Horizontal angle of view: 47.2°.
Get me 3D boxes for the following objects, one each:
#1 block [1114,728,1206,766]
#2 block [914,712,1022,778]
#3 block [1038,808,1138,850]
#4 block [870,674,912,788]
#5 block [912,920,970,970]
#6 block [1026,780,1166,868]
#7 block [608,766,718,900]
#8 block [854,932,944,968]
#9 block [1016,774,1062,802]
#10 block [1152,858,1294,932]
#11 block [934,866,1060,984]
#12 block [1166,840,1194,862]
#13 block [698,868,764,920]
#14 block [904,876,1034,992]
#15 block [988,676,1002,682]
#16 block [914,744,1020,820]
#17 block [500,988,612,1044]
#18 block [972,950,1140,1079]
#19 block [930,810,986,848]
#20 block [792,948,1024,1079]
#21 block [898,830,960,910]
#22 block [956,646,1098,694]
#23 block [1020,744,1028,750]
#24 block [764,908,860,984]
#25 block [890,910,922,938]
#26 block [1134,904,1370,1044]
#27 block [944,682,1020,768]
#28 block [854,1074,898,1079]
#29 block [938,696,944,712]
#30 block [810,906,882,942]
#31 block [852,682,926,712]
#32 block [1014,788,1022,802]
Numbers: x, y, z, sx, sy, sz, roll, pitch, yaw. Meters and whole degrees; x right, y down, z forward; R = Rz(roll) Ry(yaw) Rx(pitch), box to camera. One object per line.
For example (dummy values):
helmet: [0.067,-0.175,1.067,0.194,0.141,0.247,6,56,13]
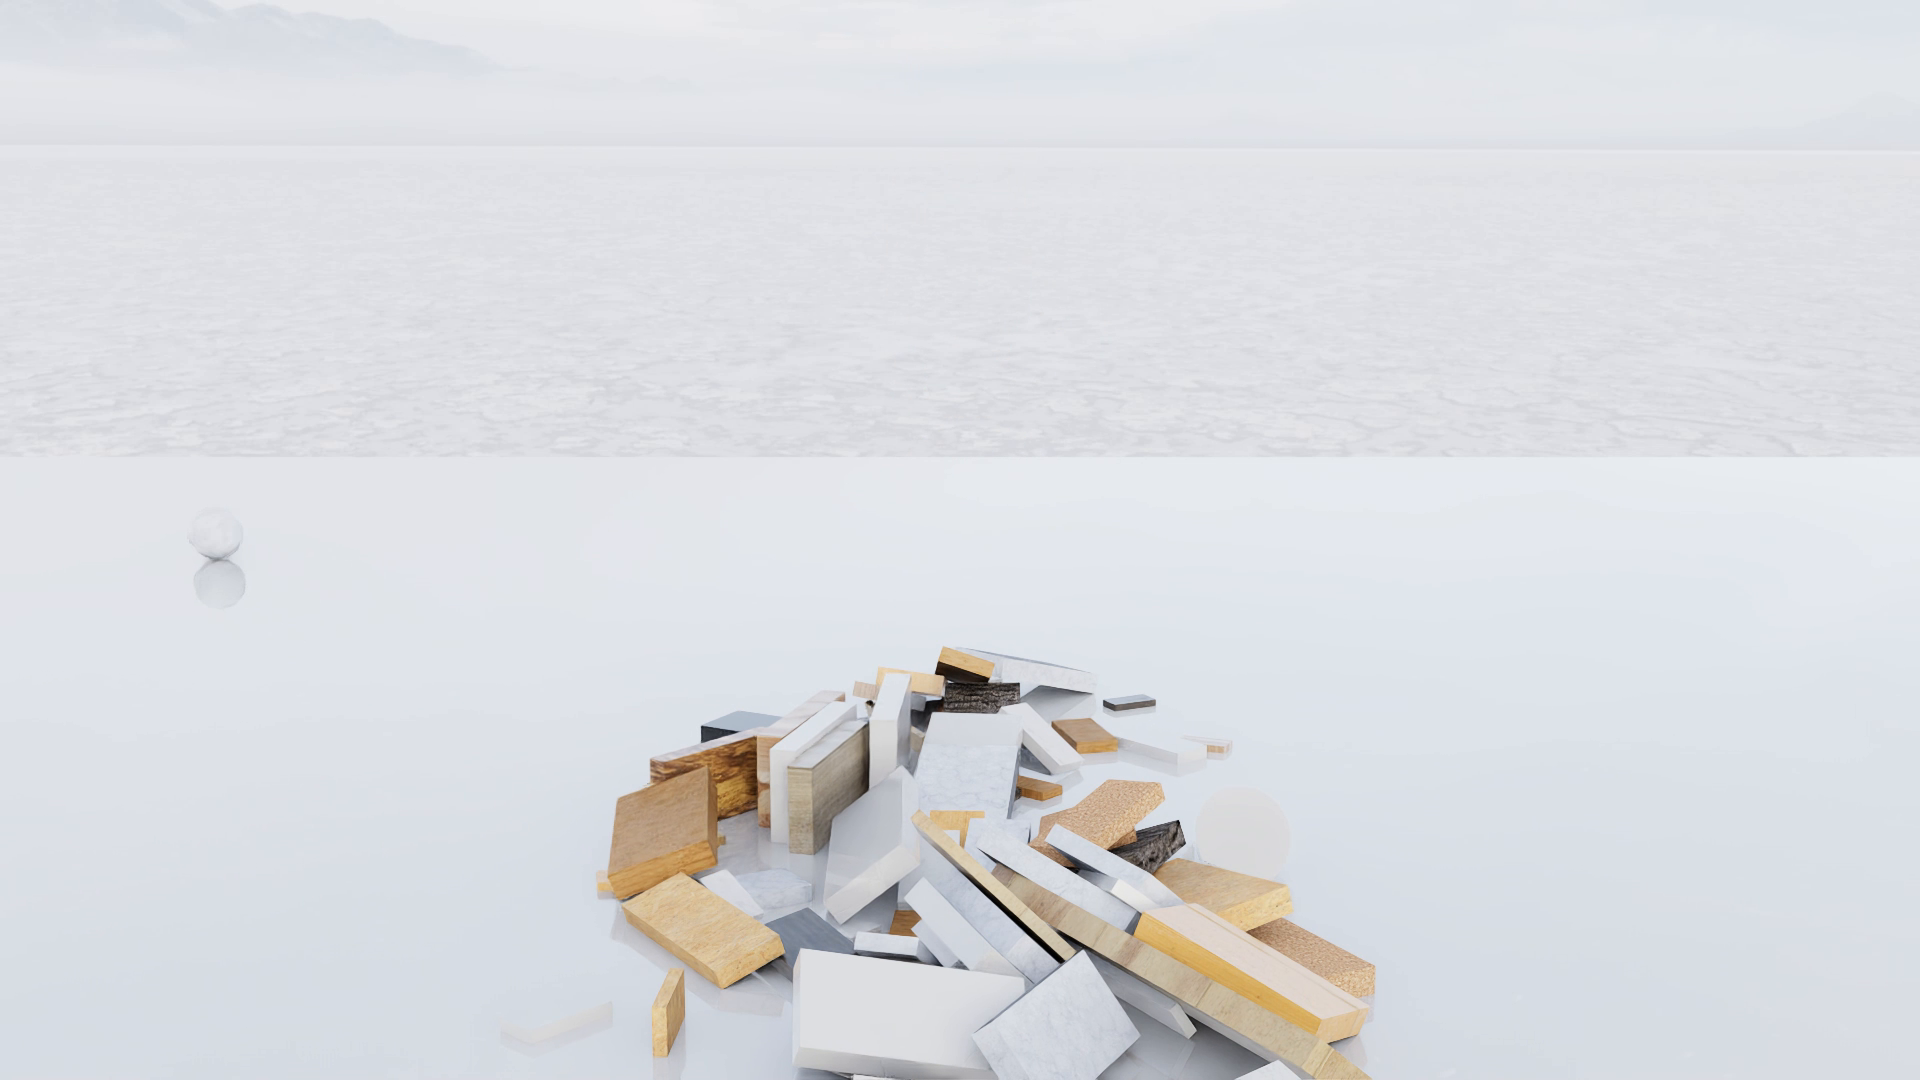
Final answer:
block: [0.410,0.423,4.502,0.088,0.025,0.175,-9,14,-41]
block: [0.013,0.433,4.173,0.178,0.050,0.355,1,23,7]
block: [0.218,0.496,3.779,0.159,0.045,0.318,-17,-1,3]
block: [-0.134,0.388,4.266,0.050,0.178,0.355,1,11,3]
block: [-0.008,0.624,3.237,0.026,0.092,0.184,-43,18,-7]
block: [0.223,0.461,3.589,0.113,0.032,0.226,-2,22,44]
block: [-0.506,0.497,3.767,0.173,0.049,0.346,-20,16,-1]
block: [-0.085,0.612,3.202,0.092,0.026,0.184,3,-25,15]
block: [0.130,0.476,4.235,0.123,0.017,0.062,9,14,39]
block: [0.366,0.560,3.431,0.152,0.043,0.303,-16,8,-26]
block: [0.078,0.594,3.262,0.044,0.154,0.309,-48,21,-6]
block: [0.345,0.553,3.803,0.084,0.024,0.168,4,11,19]
block: [-0.369,0.578,3.543,0.054,0.015,0.108,-16,46,-39]
block: [0.031,0.603,3.213,0.044,0.154,0.309,-47,21,-6]
block: [0.039,0.324,5.060,0.105,0.015,0.053,-3,11,-18]
block: [0.003,0.474,3.944,0.178,0.050,0.356,1,23,6]
block: [-0.575,0.678,3.137,0.072,0.020,0.144,9,14,41]
block: [0.132,0.659,2.925,0.040,0.141,0.283,-38,-9,28]
block: [-0.011,0.530,3.730,0.095,0.027,0.190,0,32,5]
block: [-0.065,0.635,2.903,0.309,0.044,0.154,10,41,-12]
block: [-0.050,0.549,3.642,0.095,0.027,0.190,0,30,3]
block: [0.148,0.291,4.922,0.310,0.044,0.155,13,-1,-44]
block: [0.167,0.420,4.473,0.048,0.014,0.095,-9,14,-41]
block: [-0.235,0.623,3.353,0.103,0.029,0.207,-18,17,-23]
block: [-0.073,0.618,3.463,0.071,0.020,0.142,1,11,4]
block: [0.412,0.612,3.117,0.307,0.043,0.153,27,12,34]
block: [0.043,0.383,4.442,0.155,0.044,0.310,0,26,2]
block: [-0.065,0.701,2.795,0.092,0.026,0.184,3,-14,17]
block: [0.028,0.391,4.620,0.155,0.044,0.311,1,11,4]
block: [-0.202,0.614,3.483,0.142,0.020,0.071,8,13,38]
block: [-0.150,0.336,4.726,0.112,0.032,0.223,10,-5,12]
block: [0.063,0.489,4.153,0.062,0.017,0.123,8,13,23]
